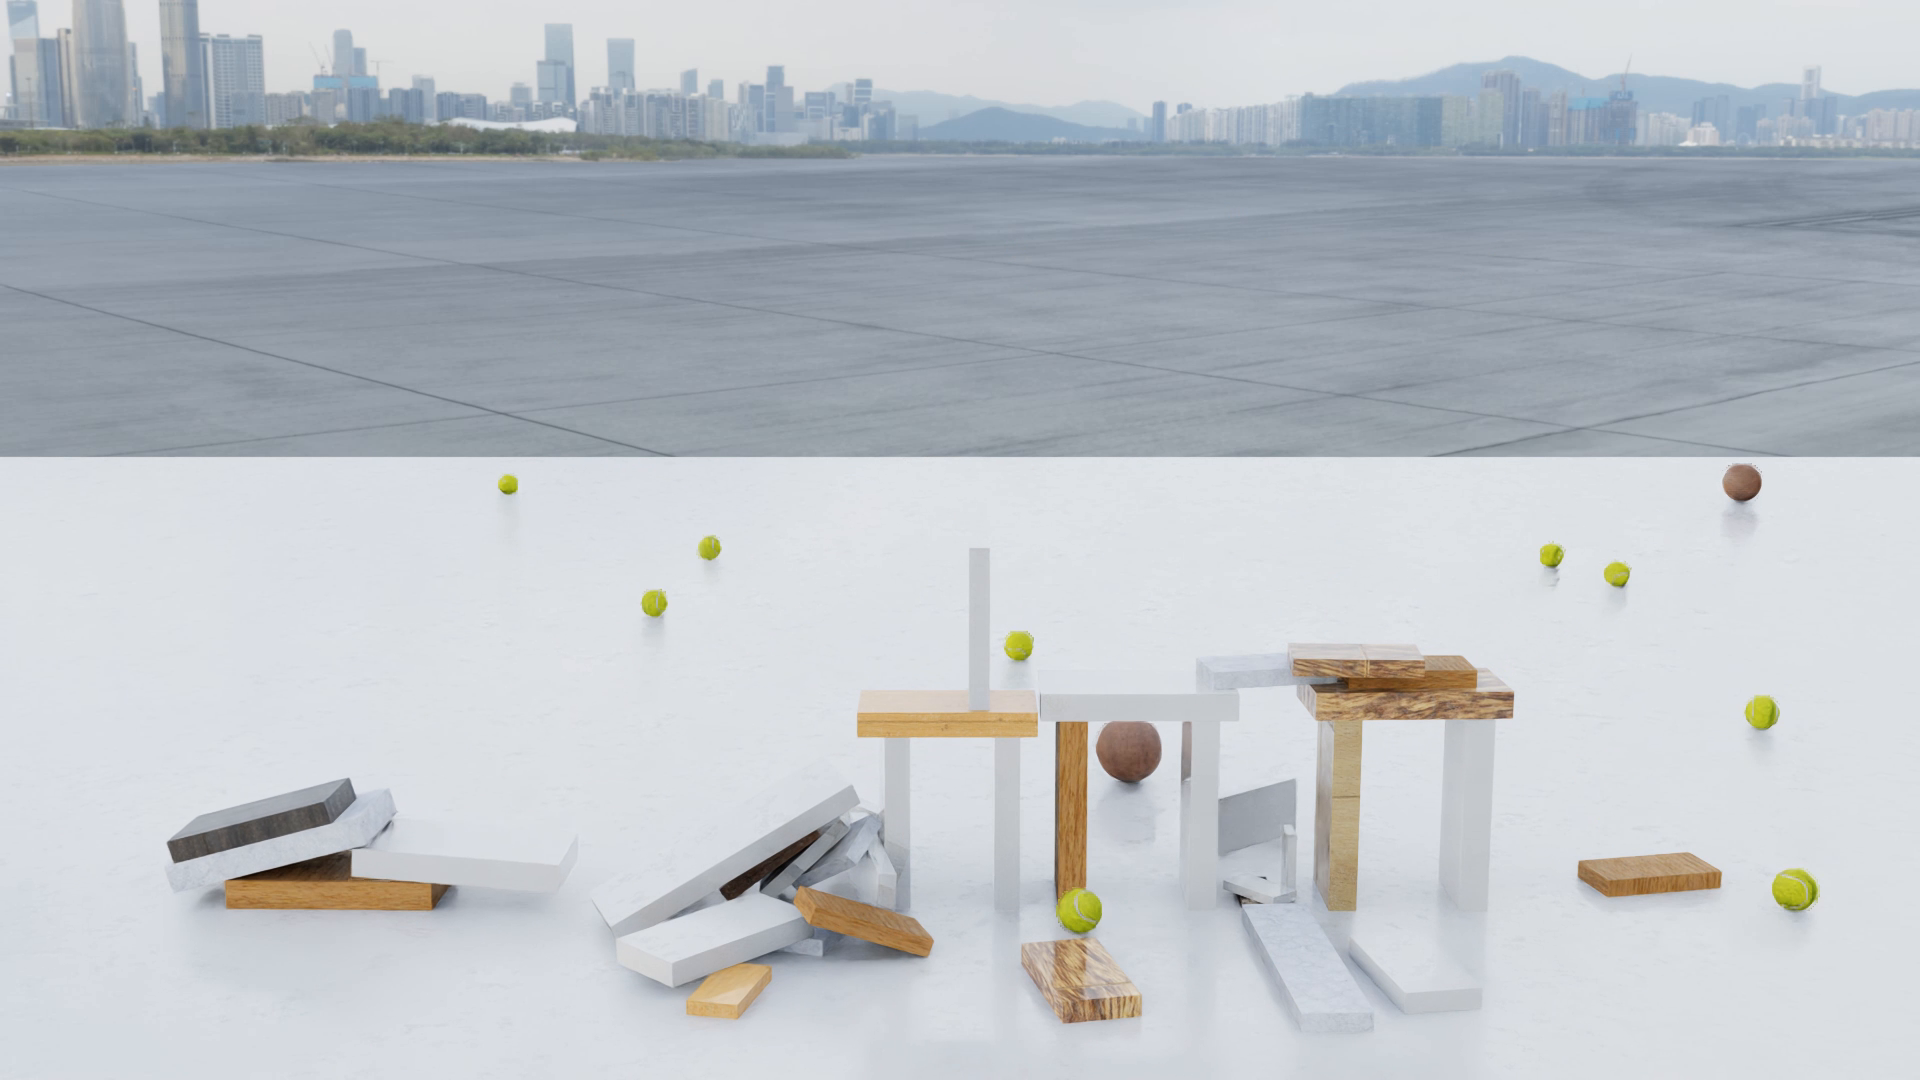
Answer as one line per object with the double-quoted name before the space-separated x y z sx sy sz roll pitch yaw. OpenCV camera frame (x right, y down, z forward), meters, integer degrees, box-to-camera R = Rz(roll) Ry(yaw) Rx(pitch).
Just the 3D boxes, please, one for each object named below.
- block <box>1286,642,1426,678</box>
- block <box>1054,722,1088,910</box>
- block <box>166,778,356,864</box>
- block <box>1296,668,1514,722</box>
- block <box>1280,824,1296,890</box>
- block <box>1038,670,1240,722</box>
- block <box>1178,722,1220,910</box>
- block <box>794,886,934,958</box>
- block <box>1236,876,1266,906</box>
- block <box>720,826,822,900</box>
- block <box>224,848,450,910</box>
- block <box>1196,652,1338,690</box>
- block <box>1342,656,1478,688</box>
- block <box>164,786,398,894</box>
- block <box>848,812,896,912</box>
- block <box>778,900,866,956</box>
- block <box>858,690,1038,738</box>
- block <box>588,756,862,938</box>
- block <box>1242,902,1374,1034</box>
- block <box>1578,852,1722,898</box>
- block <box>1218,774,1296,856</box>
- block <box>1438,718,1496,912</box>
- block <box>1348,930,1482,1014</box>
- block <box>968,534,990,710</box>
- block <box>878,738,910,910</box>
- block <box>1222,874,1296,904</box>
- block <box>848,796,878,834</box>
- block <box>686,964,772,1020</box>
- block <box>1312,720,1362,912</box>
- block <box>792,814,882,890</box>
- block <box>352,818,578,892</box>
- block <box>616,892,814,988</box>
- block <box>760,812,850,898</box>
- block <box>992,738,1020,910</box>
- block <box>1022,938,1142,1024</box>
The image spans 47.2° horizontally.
"block" 0.638 0.194 3.553 0.208 0.029 0.104 1 11 3
"block" 0.183 0.433 3.640 0.045 0.319 0.159 0 11 0
"block" -1.154 0.464 3.642 0.273 0.039 0.136 -15 10 5
"block" 0.727 0.252 3.609 0.320 0.045 0.160 0 11 -2
"block" 0.547 0.535 3.657 0.016 0.112 0.056 0 11 0
"block" 0.289 0.255 3.606 0.319 0.045 0.159 0 11 0
"block" 0.396 0.433 3.640 0.045 0.319 0.159 0 11 0
"block" -0.149 0.589 3.396 0.202 0.029 0.101 20 3 -20
"block" 0.488 0.585 3.650 0.056 0.016 0.112 0 11 -1
"block" -0.315 0.522 3.663 0.191 0.027 0.095 -36 11 4
"block" -1.029 0.565 3.671 0.338 0.048 0.169 0 11 1
"block" 0.503 0.214 3.615 0.208 0.029 0.104 -2 11 -10
"block" 0.731 0.216 3.601 0.208 0.029 0.104 0 11 -1
"block" -1.128 0.498 3.663 0.338 0.048 0.169 -14 10 5
"block" -0.148 0.546 3.623 0.029 0.101 0.326 3 10 -11
"block" -0.225 0.611 3.487 0.091 0.026 0.182 4 11 19
"block" -0.020 0.285 3.609 0.291 0.041 0.145 0 11 0
"block" -0.379 0.496 3.541 0.440 0.039 0.136 -30 25 -15
"block" 0.519 0.640 3.320 0.104 0.029 0.446 -1 11 -4
"block" 1.166 0.565 3.720 0.208 0.029 0.104 -2 11 -12
"block" 0.518 0.490 3.923 0.208 0.104 0.029 -9 14 -39
"block" 0.837 0.433 3.637 0.045 0.320 0.160 0 11 0
"block" 0.677 0.644 3.286 0.117 0.033 0.235 -2 11 -10
"block" 0.031 0.133 3.582 0.033 0.267 0.117 0 11 0
"block" -0.109 0.447 3.641 0.041 0.291 0.145 -1 11 -6
"block" 0.493 0.575 3.618 0.056 0.016 0.112 -9 14 -39
"block" -0.163 0.509 3.829 0.029 0.101 0.202 -7 13 -35
"block" -0.338 0.660 3.229 0.077 0.022 0.155 3 11 13
"block" 0.624 0.433 3.637 0.045 0.320 0.160 0 11 0
"block" -0.208 0.518 3.637 0.182 0.026 0.091 -32 19 48
"block" -0.819 0.522 3.658 0.337 0.048 0.169 5 11 0
"block" -0.371 0.606 3.350 0.273 0.039 0.136 -12 16 -43
"block" -0.258 0.520 3.659 0.182 0.026 0.091 -42 10 4
"block" 0.077 0.448 3.639 0.041 0.291 0.145 0 11 0
"block" 0.177 0.650 3.256 0.117 0.033 0.235 -2 11 -13
